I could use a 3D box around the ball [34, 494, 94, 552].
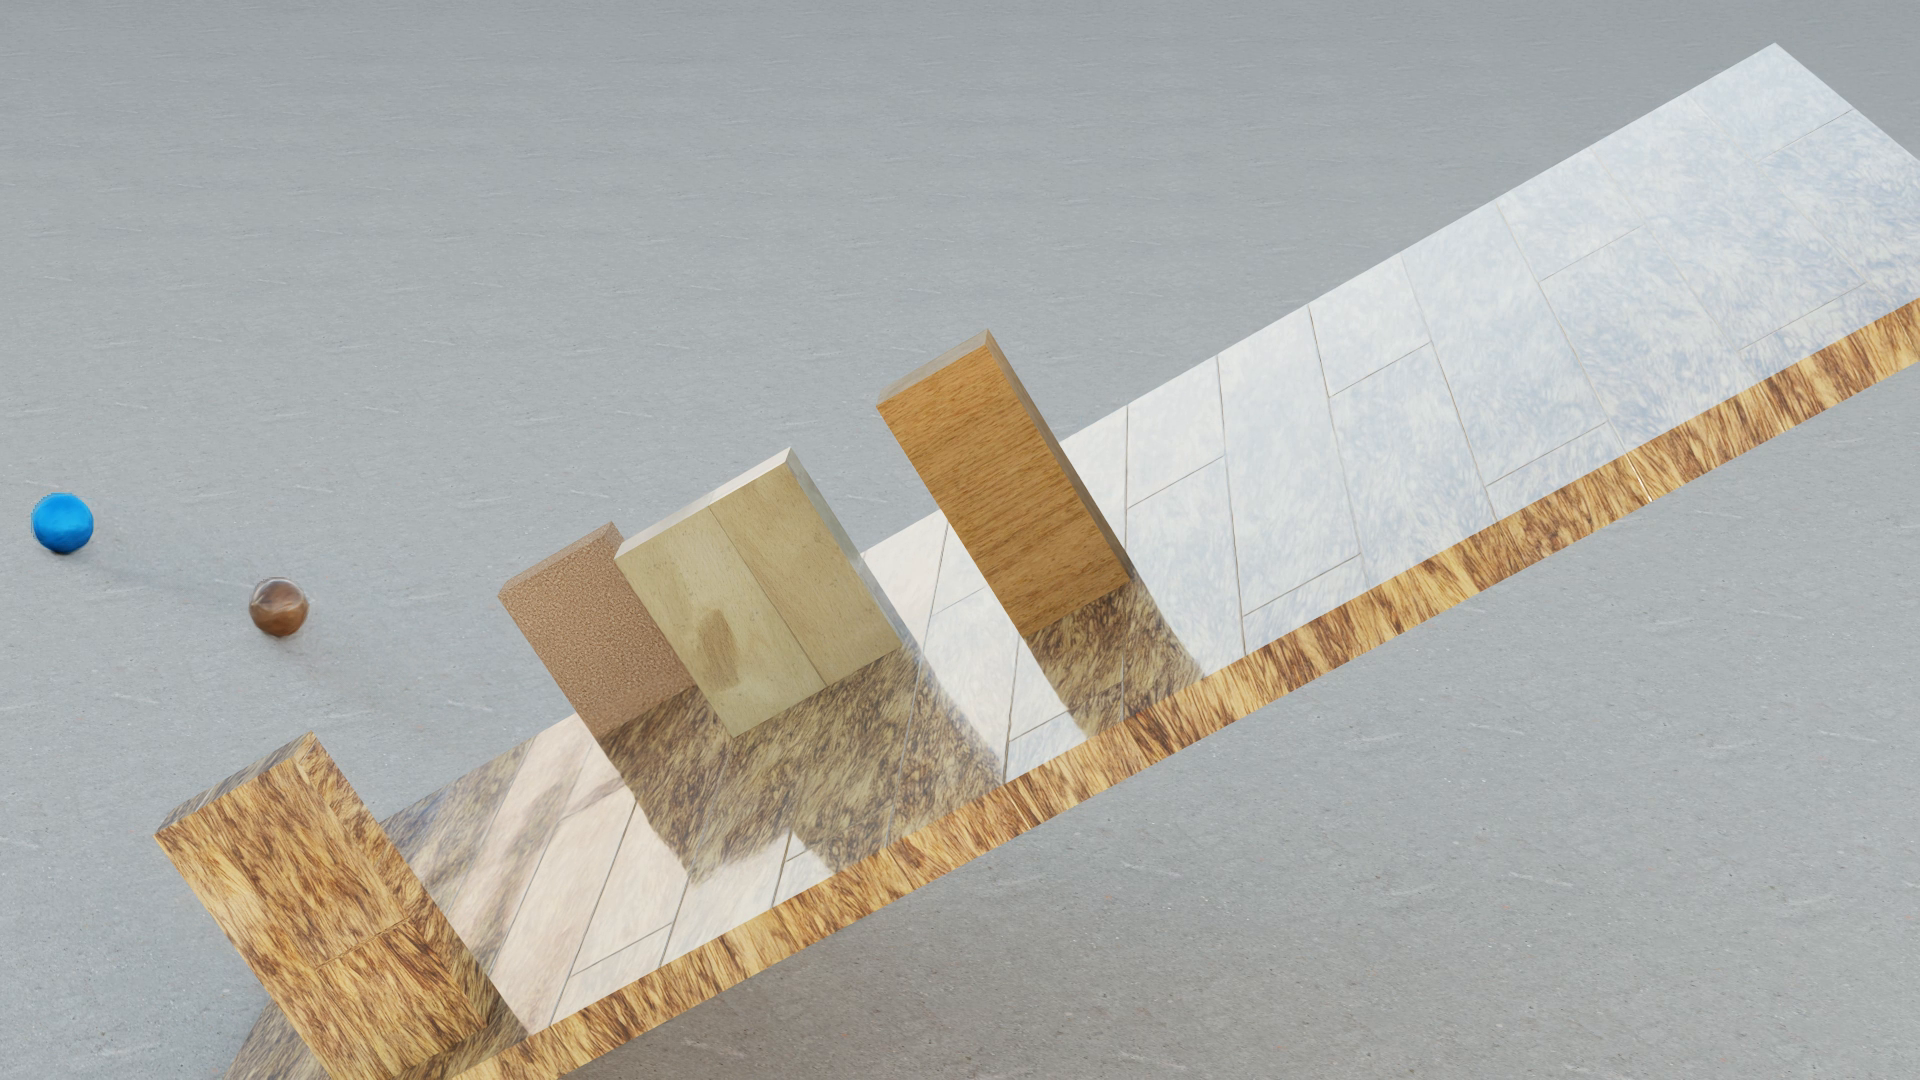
[{"bbox_3d":[-3.025,-0.055,9.927,0.197,0.197,0.197,0,19,0],"label":"ball"}]

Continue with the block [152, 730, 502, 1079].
[{"bbox_3d":[-1.233,0.738,5.755,0.337,0.660,0.128,-29,15,12],"label":"block"}]

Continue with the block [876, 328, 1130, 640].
[{"bbox_3d":[0.092,-0.112,5.964,0.254,0.573,0.124,-29,15,12],"label":"block"}]

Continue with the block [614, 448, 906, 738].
[{"bbox_3d":[-0.437,0.118,6.476,0.445,0.486,0.112,-29,15,12],"label":"block"}]

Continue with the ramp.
[{"bbox_3d":[0.142,0.168,6.287,4.000,0.100,2.000,-29,15,12],"label":"ramp"}]

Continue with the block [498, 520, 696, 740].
[{"bbox_3d":[-0.865,0.220,7.135,0.312,0.431,0.104,-29,15,12],"label":"block"}]

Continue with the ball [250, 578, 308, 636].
[{"bbox_3d":[-2.126,0.211,9.184,0.181,0.181,0.181,0,19,0],"label":"ball"}]
